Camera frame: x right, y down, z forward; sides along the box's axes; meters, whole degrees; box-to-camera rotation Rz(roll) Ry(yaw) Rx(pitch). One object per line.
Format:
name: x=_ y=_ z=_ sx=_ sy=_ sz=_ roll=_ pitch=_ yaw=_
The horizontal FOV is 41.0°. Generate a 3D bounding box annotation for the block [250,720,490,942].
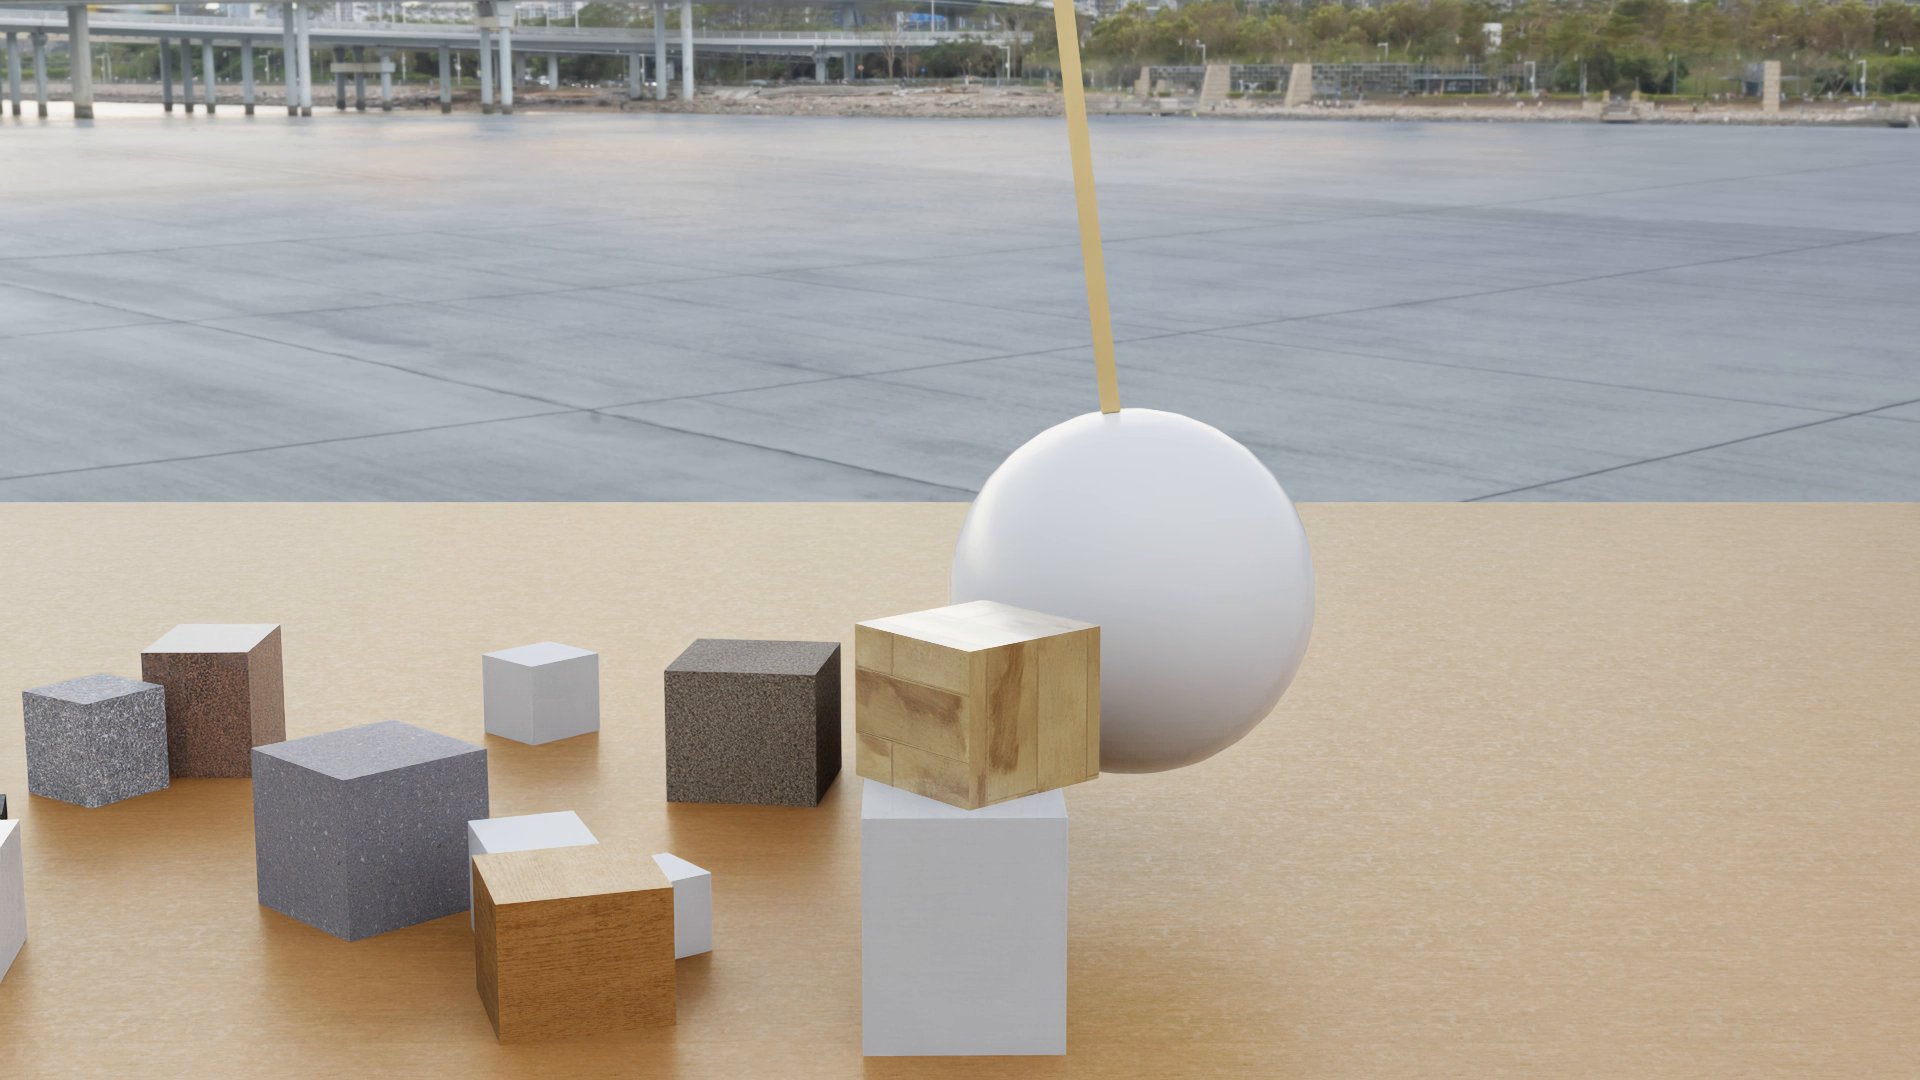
block: x=-2.506 y=1.221 z=10.936 sx=0.718 sy=0.685 sz=0.702 roll=10 pitch=14 yaw=44

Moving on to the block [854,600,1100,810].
block: x=0.064 y=0.604 z=9.624 sx=0.653 sy=0.586 sz=0.645 roll=-9 pitch=14 yaw=-41

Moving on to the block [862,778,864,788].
block: x=-0.013 y=1.249 z=10.419 sx=0.756 sy=0.815 sz=0.820 roll=0 pitch=10 yaw=-2

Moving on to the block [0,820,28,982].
block: x=-4.090 y=1.450 z=10.186 sx=0.600 sy=0.502 sz=0.610 roll=-2 pitch=10 yaw=-9

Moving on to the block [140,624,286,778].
block: x=-3.838 y=0.822 z=13.230 sx=0.532 sy=0.650 sz=0.678 roll=0 pitch=10 yaw=-1

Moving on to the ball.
ball: x=0.752 y=0.224 z=11.221 sx=1.600 sy=1.600 sz=1.600 roll=0 pitch=10 yaw=0

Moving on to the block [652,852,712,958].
block: x=-1.243 y=1.497 z=10.412 sx=0.340 sy=0.328 sz=0.345 roll=-8 pitch=13 yaw=-37

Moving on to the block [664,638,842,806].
block: x=-1.020 y=0.899 z=12.785 sx=0.743 sy=0.658 sz=0.728 roll=1 pitch=10 yaw=7

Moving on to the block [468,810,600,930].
block: x=-1.739 y=1.417 z=10.487 sx=0.441 sy=0.459 sz=0.513 roll=-4 pitch=11 yaw=-20

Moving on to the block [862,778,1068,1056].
block: x=0.009 y=1.357 z=9.608 sx=0.737 sy=0.891 sz=0.799 roll=0 pitch=10 yaw=-1

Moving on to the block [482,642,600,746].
block: x=-2.260 y=0.822 z=13.848 sx=0.430 sy=0.428 sz=0.451 roll=9 pitch=14 yaw=42

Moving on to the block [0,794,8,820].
block: x=-4.410 y=1.336 z=11.305 sx=0.391 sy=0.326 sz=0.345 roll=-3 pitch=11 yaw=-17

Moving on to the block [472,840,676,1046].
block: x=-1.470 y=1.514 z=9.734 sx=0.656 sy=0.538 sz=0.627 roll=-3 pitch=11 yaw=-18

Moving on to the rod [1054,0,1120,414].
rod: x=0.326 y=-3.095 z=10.618 sx=0.080 sy=5.200 sz=0.080 roll=-7 pitch=10 yaw=1

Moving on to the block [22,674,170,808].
block: x=-4.273 y=0.986 z=12.694 sx=0.488 sy=0.518 sz=0.464 roll=7 pitch=12 yaw=34
